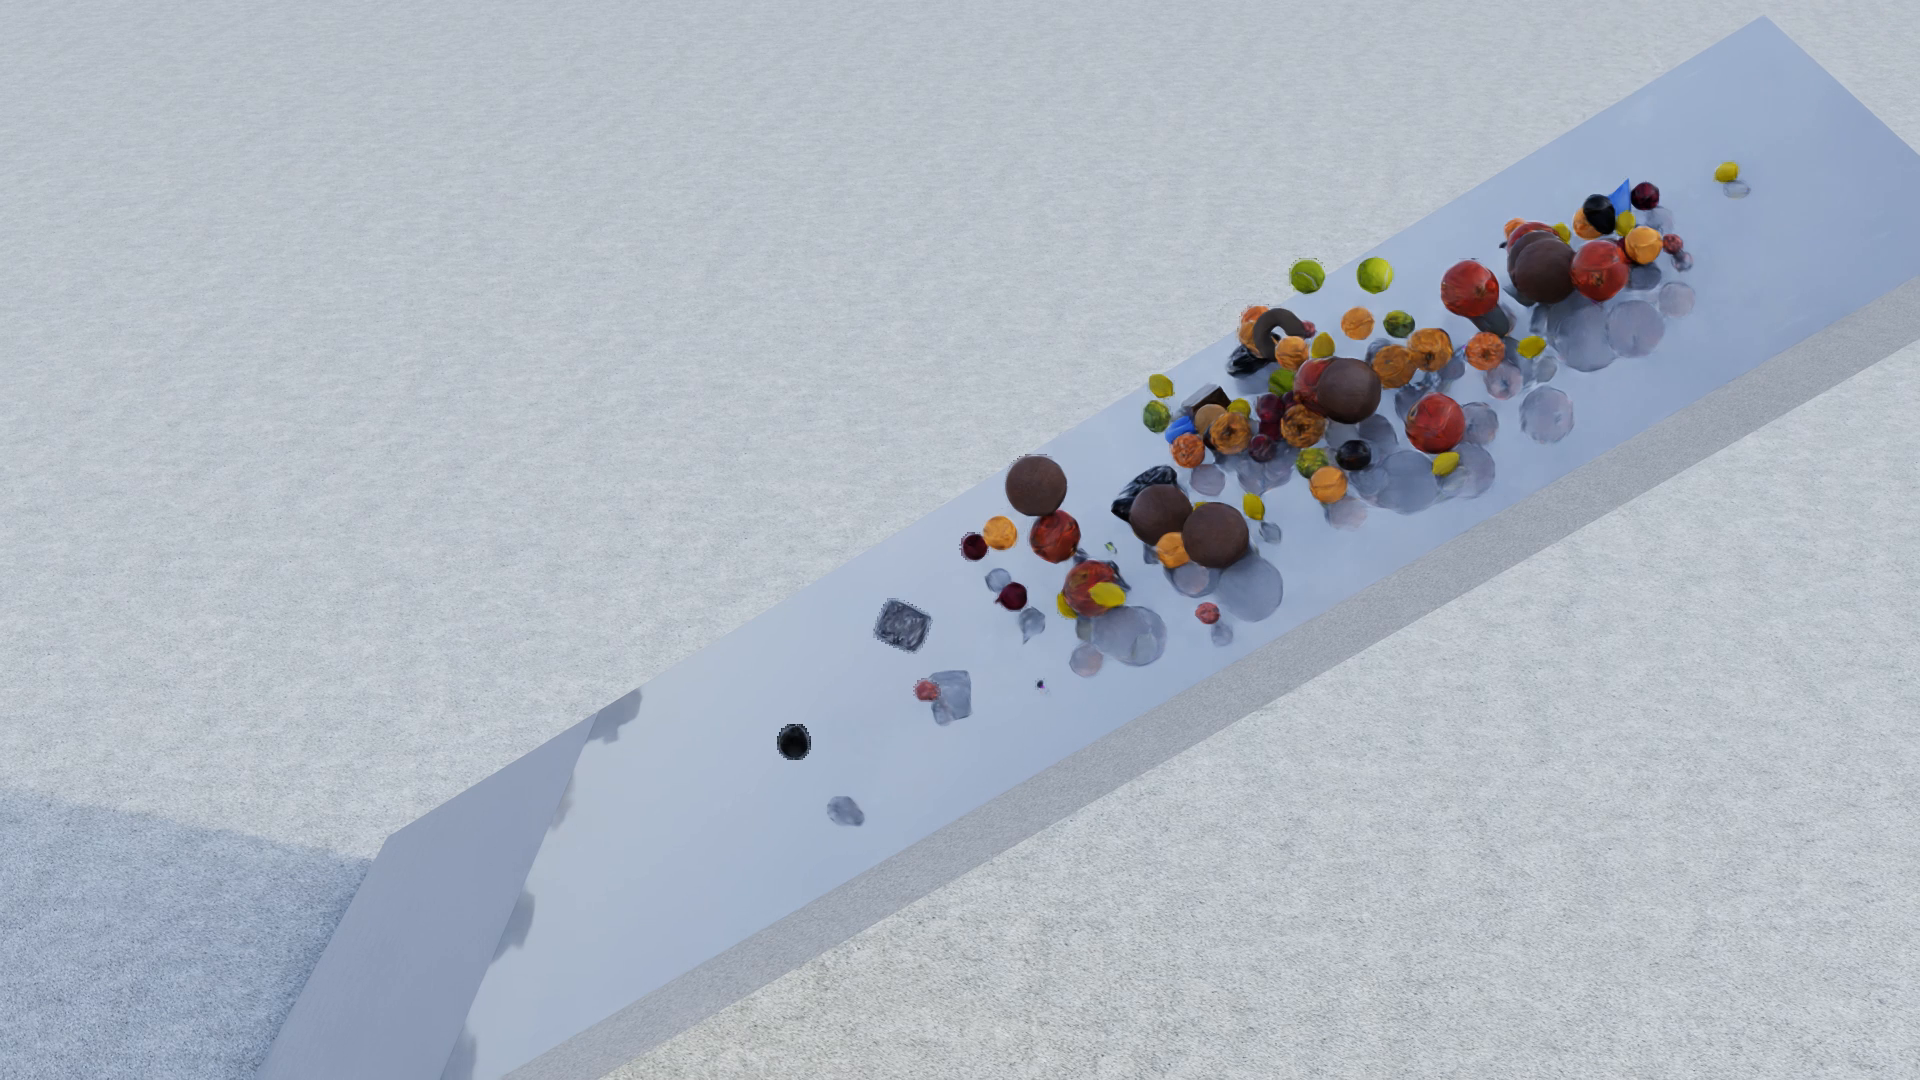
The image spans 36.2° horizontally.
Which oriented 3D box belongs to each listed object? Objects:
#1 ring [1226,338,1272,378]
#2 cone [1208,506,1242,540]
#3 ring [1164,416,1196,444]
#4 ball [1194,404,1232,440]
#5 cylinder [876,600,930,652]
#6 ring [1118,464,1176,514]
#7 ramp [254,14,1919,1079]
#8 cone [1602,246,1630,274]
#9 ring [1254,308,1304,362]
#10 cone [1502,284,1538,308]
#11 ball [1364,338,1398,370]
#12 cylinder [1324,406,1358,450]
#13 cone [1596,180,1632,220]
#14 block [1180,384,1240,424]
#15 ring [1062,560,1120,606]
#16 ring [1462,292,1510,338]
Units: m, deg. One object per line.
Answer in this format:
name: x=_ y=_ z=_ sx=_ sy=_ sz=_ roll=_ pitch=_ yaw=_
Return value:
ring: x=0.672 y=-0.423 z=6.715 sx=0.147 sy=0.049 sz=0.147 roll=-33 pitch=14 yaw=9
cone: x=0.539 y=-0.037 z=5.838 sx=0.067 sy=0.067 sz=0.067 roll=17 pitch=19 yaw=39
ring: x=0.501 y=-0.249 z=6.571 sx=0.097 sy=0.032 sz=0.097 roll=-31 pitch=15 yaw=9
ball: x=0.549 y=-0.256 z=6.396 sx=0.081 sy=0.081 sz=0.081 roll=0 pitch=20 yaw=0
cylinder: x=-0.122 y=0.183 z=6.253 sx=0.087 sy=0.087 sz=0.087 roll=25 pitch=16 yaw=-13
ring: x=0.403 y=-0.109 z=6.315 sx=0.143 sy=0.048 sz=0.143 roll=-33 pitch=14 yaw=9
ramp: x=0.140 y=0.170 z=6.295 sx=4.000 sy=0.100 sz=2.000 roll=-31 pitch=15 yaw=14
cone: x=1.288 y=-0.563 z=5.823 sx=0.053 sy=0.053 sz=0.053 roll=-38 pitch=13 yaw=11
ring: x=0.702 y=-0.450 z=6.475 sx=0.121 sy=0.121 sz=0.040 roll=11 pitch=16 yaw=28
cone: x=1.121 y=-0.505 z=5.940 sx=0.067 sy=0.067 sz=0.067 roll=-17 pitch=16 yaw=-38
ball: x=0.864 y=-0.381 z=6.040 sx=0.067 sy=0.067 sz=0.067 roll=0 pitch=20 yaw=0
cylinder: x=0.760 y=-0.222 z=5.852 sx=0.066 sy=0.066 sz=0.066 roll=3 pitch=30 yaw=7
cone: x=1.353 y=-0.703 z=6.014 sx=0.077 sy=0.077 sz=0.077 roll=18 pitch=16 yaw=-5
block: x=0.550 y=-0.287 z=6.489 sx=0.080 sy=0.080 sz=0.080 roll=-36 pitch=15 yaw=-8
ring: x=0.267 y=0.088 z=6.004 sx=0.131 sy=0.044 sz=0.131 roll=-31 pitch=17 yaw=10
ring: x=1.048 y=-0.449 z=5.865 sx=0.038 sy=0.114 sz=0.114 roll=-44 pitch=32 yaw=-7
